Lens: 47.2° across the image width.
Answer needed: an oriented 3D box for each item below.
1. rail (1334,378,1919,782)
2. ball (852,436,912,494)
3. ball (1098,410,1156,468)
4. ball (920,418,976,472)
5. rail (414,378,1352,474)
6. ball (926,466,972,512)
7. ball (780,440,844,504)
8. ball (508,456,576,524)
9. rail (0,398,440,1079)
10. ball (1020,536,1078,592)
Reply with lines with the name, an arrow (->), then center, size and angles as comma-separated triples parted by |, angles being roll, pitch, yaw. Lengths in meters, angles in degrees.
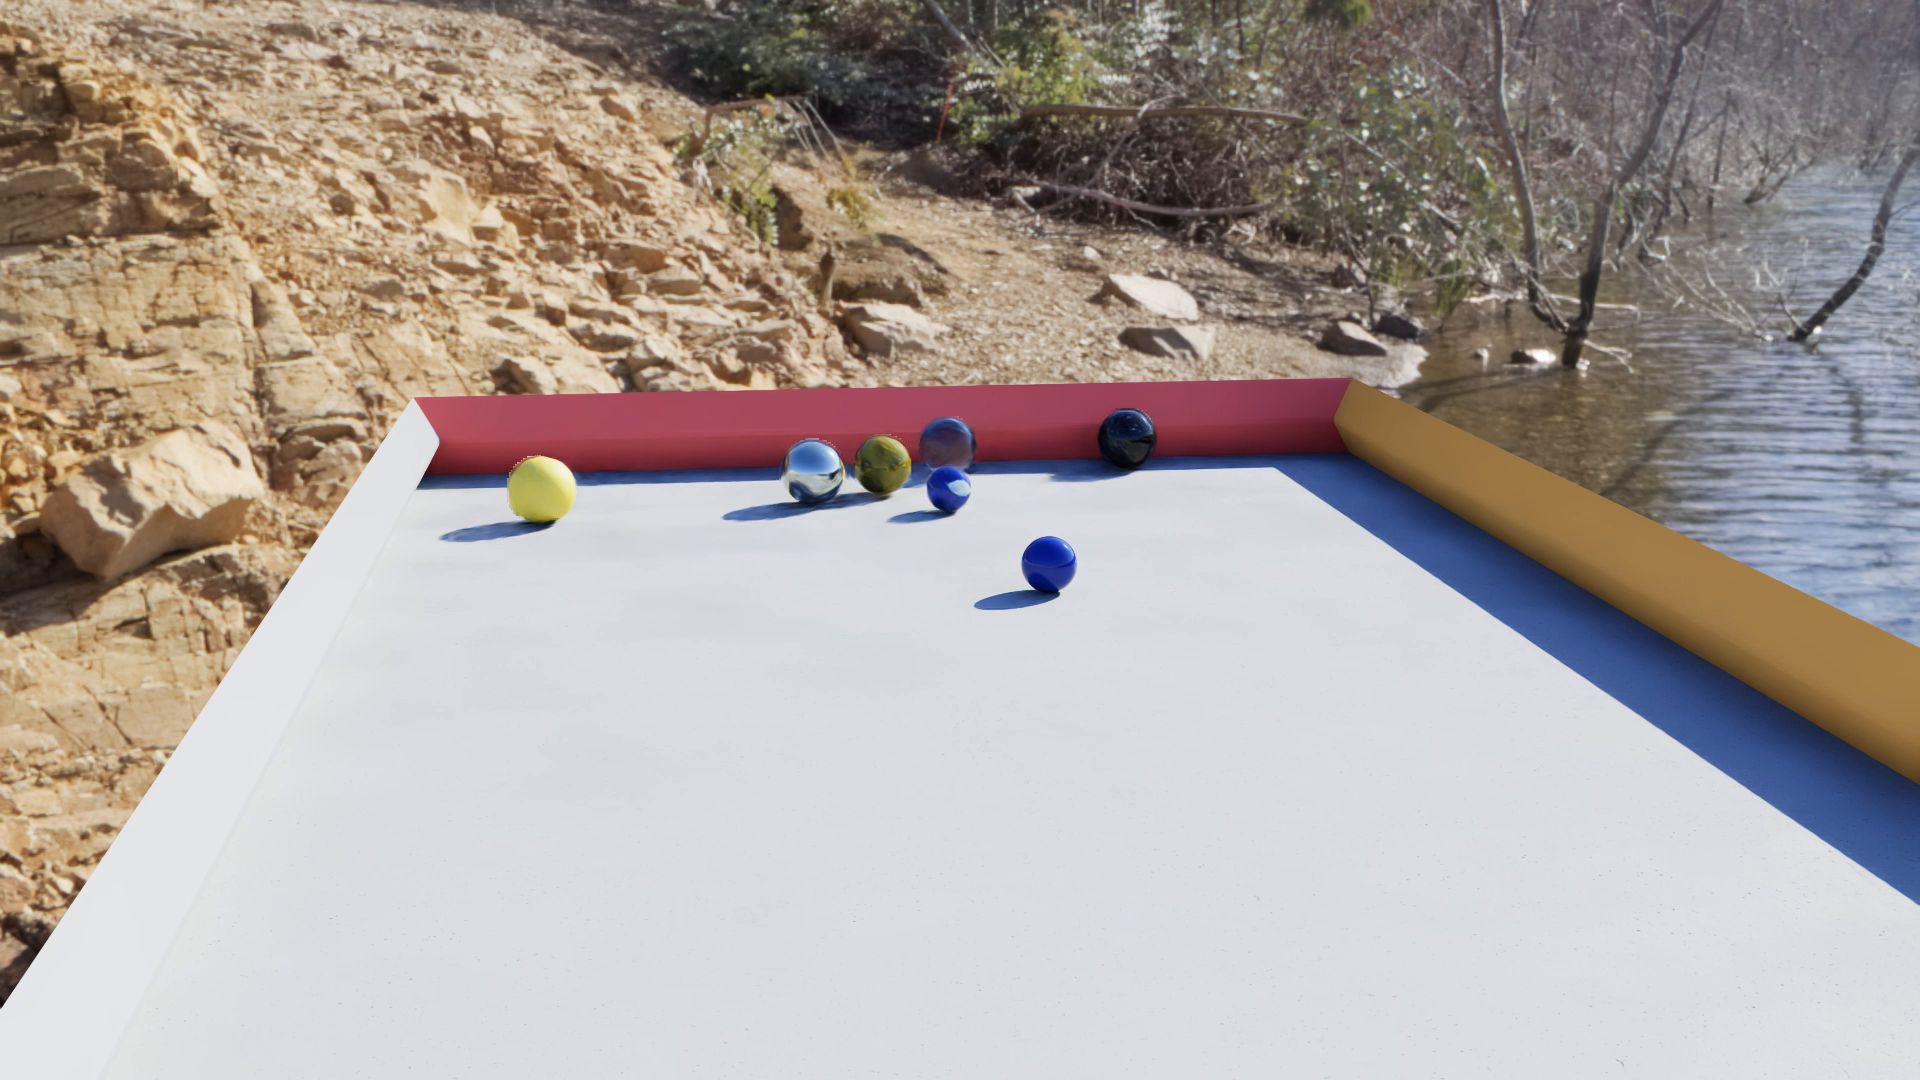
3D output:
rail -> 0.862, 0.128, 2.251 | 0.045, 0.127, 3.142 | -2, 13, -8
ball -> -0.121, -0.116, 3.420 | 0.091, 0.091, 0.091 | 0, 13, 0
ball -> 0.275, -0.167, 3.631 | 0.097, 0.097, 0.097 | 0, 13, 0
ball -> -0.019, -0.152, 3.572 | 0.094, 0.094, 0.094 | 0, 13, 0
rail -> -0.104, -0.186, 3.646 | 1.572, 0.127, 0.045 | -2, 13, -8
ball -> -0.017, -0.076, 3.297 | 0.068, 0.068, 0.068 | 0, 13, 0
ball -> -0.224, -0.102, 3.345 | 0.097, 0.097, 0.097 | 0, 13, 0
ball -> -0.610, -0.073, 3.213 | 0.098, 0.098, 0.098 | 0, 13, 0
rail -> -0.649, 0.174, 2.049 | 0.045, 0.127, 3.142 | -2, 13, -8
ball -> 0.114, 0.031, 2.809 | 0.073, 0.073, 0.073 | 0, 13, 0
